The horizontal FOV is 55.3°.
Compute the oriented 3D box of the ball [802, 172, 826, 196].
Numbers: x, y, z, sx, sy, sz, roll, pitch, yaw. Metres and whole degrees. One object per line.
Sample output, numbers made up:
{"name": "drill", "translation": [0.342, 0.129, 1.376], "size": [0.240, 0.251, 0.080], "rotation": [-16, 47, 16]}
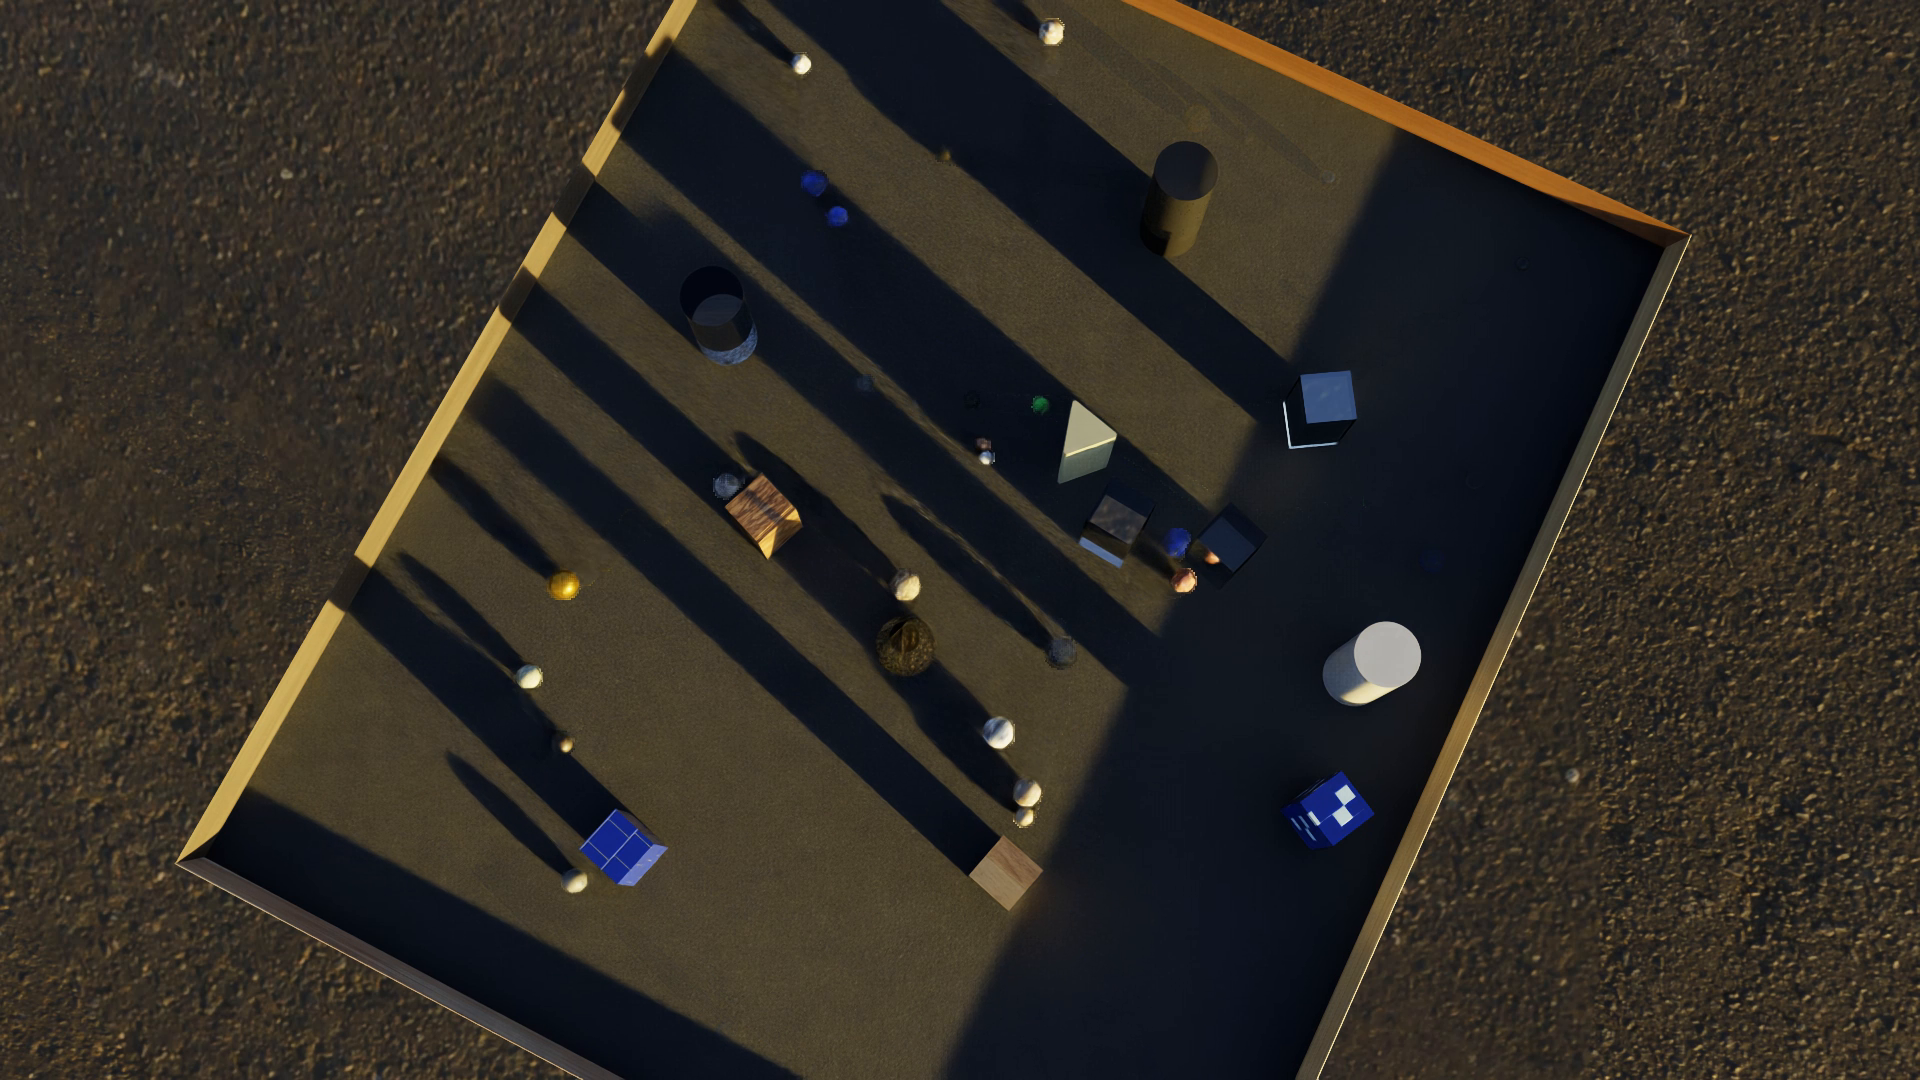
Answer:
{"name": "ball", "translation": [-0.461, -1.130, 5.811], "size": [0.076, 0.076, 0.076], "rotation": [0, 78, 0]}

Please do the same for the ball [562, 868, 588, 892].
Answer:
{"name": "ball", "translation": [-1.129, 0.999, 5.374], "size": [0.070, 0.070, 0.070], "rotation": [0, 78, 0]}

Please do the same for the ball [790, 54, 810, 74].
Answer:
{"name": "ball", "translation": [-0.513, -1.532, 5.901], "size": [0.063, 0.063, 0.063], "rotation": [0, 78, 0]}

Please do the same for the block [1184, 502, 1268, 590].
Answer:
{"name": "block", "translation": [0.789, 0.021, 5.459], "size": [0.149, 0.299, 0.149], "rotation": [44, 82, 8]}

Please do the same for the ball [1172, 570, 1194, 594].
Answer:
{"name": "ball", "translation": [0.676, 0.126, 5.554], "size": [0.071, 0.071, 0.071], "rotation": [0, 78, 0]}

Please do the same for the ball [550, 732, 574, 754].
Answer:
{"name": "ball", "translation": [-1.186, 0.606, 5.457], "size": [0.066, 0.066, 0.066], "rotation": [0, 78, 0]}

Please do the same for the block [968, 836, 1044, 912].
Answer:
{"name": "block", "translation": [0.130, 0.962, 5.281], "size": [0.149, 0.267, 0.149], "rotation": [41, 81, 8]}

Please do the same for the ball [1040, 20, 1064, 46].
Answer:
{"name": "ball", "translation": [0.295, -1.638, 5.915], "size": [0.078, 0.078, 0.078], "rotation": [0, 78, 0]}

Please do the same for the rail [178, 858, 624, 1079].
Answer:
{"name": "rail", "translation": [-0.829, 1.629, 5.217], "size": [3.205, 0.121, 0.045], "rotation": [26, 80, 5]}

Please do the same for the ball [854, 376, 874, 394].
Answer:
{"name": "ball", "translation": [-0.298, -0.481, 5.685], "size": [0.060, 0.060, 0.060], "rotation": [0, 78, 0]}

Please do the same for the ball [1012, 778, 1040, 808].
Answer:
{"name": "ball", "translation": [0.196, 0.747, 5.419], "size": [0.084, 0.084, 0.084], "rotation": [0, 78, 0]}

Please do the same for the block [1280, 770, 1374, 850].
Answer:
{"name": "block", "translation": [1.054, 0.783, 5.282], "size": [0.149, 0.337, 0.149], "rotation": [-35, 81, -7]}

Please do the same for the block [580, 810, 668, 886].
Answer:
{"name": "block", "translation": [-0.969, 0.890, 5.296], "size": [0.149, 0.267, 0.149], "rotation": [41, 81, 8]}

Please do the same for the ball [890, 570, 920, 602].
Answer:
{"name": "ball", "translation": [-0.167, 0.139, 5.541], "size": [0.092, 0.092, 0.092], "rotation": [0, 78, 0]}

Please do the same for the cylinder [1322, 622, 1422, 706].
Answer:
{"name": "cylinder", "translation": [1.188, 0.364, 5.311], "size": [0.186, 0.451, 0.186], "rotation": [0, 78, 0]}

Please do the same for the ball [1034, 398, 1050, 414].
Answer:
{"name": "ball", "translation": [0.254, -0.418, 5.677], "size": [0.050, 0.050, 0.050], "rotation": [0, 78, 0]}

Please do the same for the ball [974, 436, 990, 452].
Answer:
{"name": "ball", "translation": [0.067, -0.297, 5.654], "size": [0.046, 0.046, 0.046], "rotation": [0, 78, 0]}

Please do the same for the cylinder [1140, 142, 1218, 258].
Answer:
{"name": "cylinder", "translation": [0.663, -1.034, 5.593], "size": [0.186, 0.465, 0.186], "rotation": [0, 78, 0]}

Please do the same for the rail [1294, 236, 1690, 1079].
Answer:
{"name": "rail", "translation": [1.412, 0.698, 5.409], "size": [0.045, 0.121, 3.753], "rotation": [26, 80, 5]}

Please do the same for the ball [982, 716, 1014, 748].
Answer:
{"name": "ball", "translation": [0.114, 0.573, 5.450], "size": [0.093, 0.093, 0.093], "rotation": [0, 78, 0]}

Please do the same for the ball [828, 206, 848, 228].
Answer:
{"name": "ball", "translation": [-0.386, -1.022, 5.795], "size": [0.065, 0.065, 0.065], "rotation": [0, 78, 0]}

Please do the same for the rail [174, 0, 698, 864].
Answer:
{"name": "rail", "translation": [-1.412, -0.685, 5.695], "size": [0.045, 0.121, 3.753], "rotation": [26, 80, 5]}

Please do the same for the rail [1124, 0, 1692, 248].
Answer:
{"name": "rail", "translation": [0.829, -1.616, 5.888], "size": [3.205, 0.121, 0.045], "rotation": [26, 80, 5]}

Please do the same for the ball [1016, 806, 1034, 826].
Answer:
{"name": "ball", "translation": [0.191, 0.817, 5.419], "size": [0.055, 0.055, 0.055], "rotation": [0, 78, 0]}

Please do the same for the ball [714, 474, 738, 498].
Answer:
{"name": "ball", "translation": [-0.715, -0.167, 5.614], "size": [0.072, 0.072, 0.072], "rotation": [0, 78, 0]}

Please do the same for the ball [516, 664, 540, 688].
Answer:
{"name": "ball", "translation": [-1.295, 0.410, 5.495], "size": [0.072, 0.072, 0.072], "rotation": [0, 78, 0]}

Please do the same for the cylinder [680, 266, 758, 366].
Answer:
{"name": "cylinder", "translation": [-0.728, -0.675, 5.558], "size": [0.186, 0.388, 0.186], "rotation": [0, 78, 0]}

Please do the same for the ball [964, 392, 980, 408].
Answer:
{"name": "ball", "translation": [0.038, -0.433, 5.680], "size": [0.050, 0.050, 0.050], "rotation": [0, 78, 0]}

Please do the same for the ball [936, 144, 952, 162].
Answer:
{"name": "ball", "translation": [-0.051, -1.235, 5.845], "size": [0.053, 0.053, 0.053], "rotation": [0, 78, 0]}

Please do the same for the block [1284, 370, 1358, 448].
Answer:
{"name": "block", "translation": [1.087, -0.392, 5.546], "size": [0.149, 0.296, 0.149], "rotation": [-5, 78, -1]}

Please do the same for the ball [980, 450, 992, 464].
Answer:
{"name": "ball", "translation": [0.079, -0.256, 5.648], "size": [0.041, 0.041, 0.041], "rotation": [0, 78, 0]}

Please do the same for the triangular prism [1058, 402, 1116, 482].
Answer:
{"name": "triangular prism", "translation": [0.355, -0.304, 5.491], "size": [0.161, 0.369, 0.140], "rotation": [-19, 79, -4]}

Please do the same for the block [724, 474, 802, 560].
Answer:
{"name": "block", "translation": [-0.587, -0.069, 5.504], "size": [0.149, 0.247, 0.149], "rotation": [-43, 81, -8]}

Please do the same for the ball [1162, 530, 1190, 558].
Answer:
{"name": "ball", "translation": [0.658, 0.011, 5.572], "size": [0.083, 0.083, 0.083], "rotation": [0, 78, 0]}

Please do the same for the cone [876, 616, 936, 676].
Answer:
{"name": "cone", "translation": [-0.164, 0.284, 5.370], "size": [0.186, 0.368, 0.186], "rotation": [0, 78, 0]}

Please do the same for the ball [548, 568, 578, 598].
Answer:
{"name": "ball", "translation": [-1.199, 0.133, 5.543], "size": [0.090, 0.090, 0.090], "rotation": [0, 78, 0]}

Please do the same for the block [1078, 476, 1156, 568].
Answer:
{"name": "block", "translation": [0.464, -0.048, 5.445], "size": [0.149, 0.356, 0.149], "rotation": [31, 80, 6]}

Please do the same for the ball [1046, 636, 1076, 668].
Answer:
{"name": "ball", "translation": [0.303, 0.337, 5.500], "size": [0.091, 0.091, 0.091], "rotation": [0, 78, 0]}
